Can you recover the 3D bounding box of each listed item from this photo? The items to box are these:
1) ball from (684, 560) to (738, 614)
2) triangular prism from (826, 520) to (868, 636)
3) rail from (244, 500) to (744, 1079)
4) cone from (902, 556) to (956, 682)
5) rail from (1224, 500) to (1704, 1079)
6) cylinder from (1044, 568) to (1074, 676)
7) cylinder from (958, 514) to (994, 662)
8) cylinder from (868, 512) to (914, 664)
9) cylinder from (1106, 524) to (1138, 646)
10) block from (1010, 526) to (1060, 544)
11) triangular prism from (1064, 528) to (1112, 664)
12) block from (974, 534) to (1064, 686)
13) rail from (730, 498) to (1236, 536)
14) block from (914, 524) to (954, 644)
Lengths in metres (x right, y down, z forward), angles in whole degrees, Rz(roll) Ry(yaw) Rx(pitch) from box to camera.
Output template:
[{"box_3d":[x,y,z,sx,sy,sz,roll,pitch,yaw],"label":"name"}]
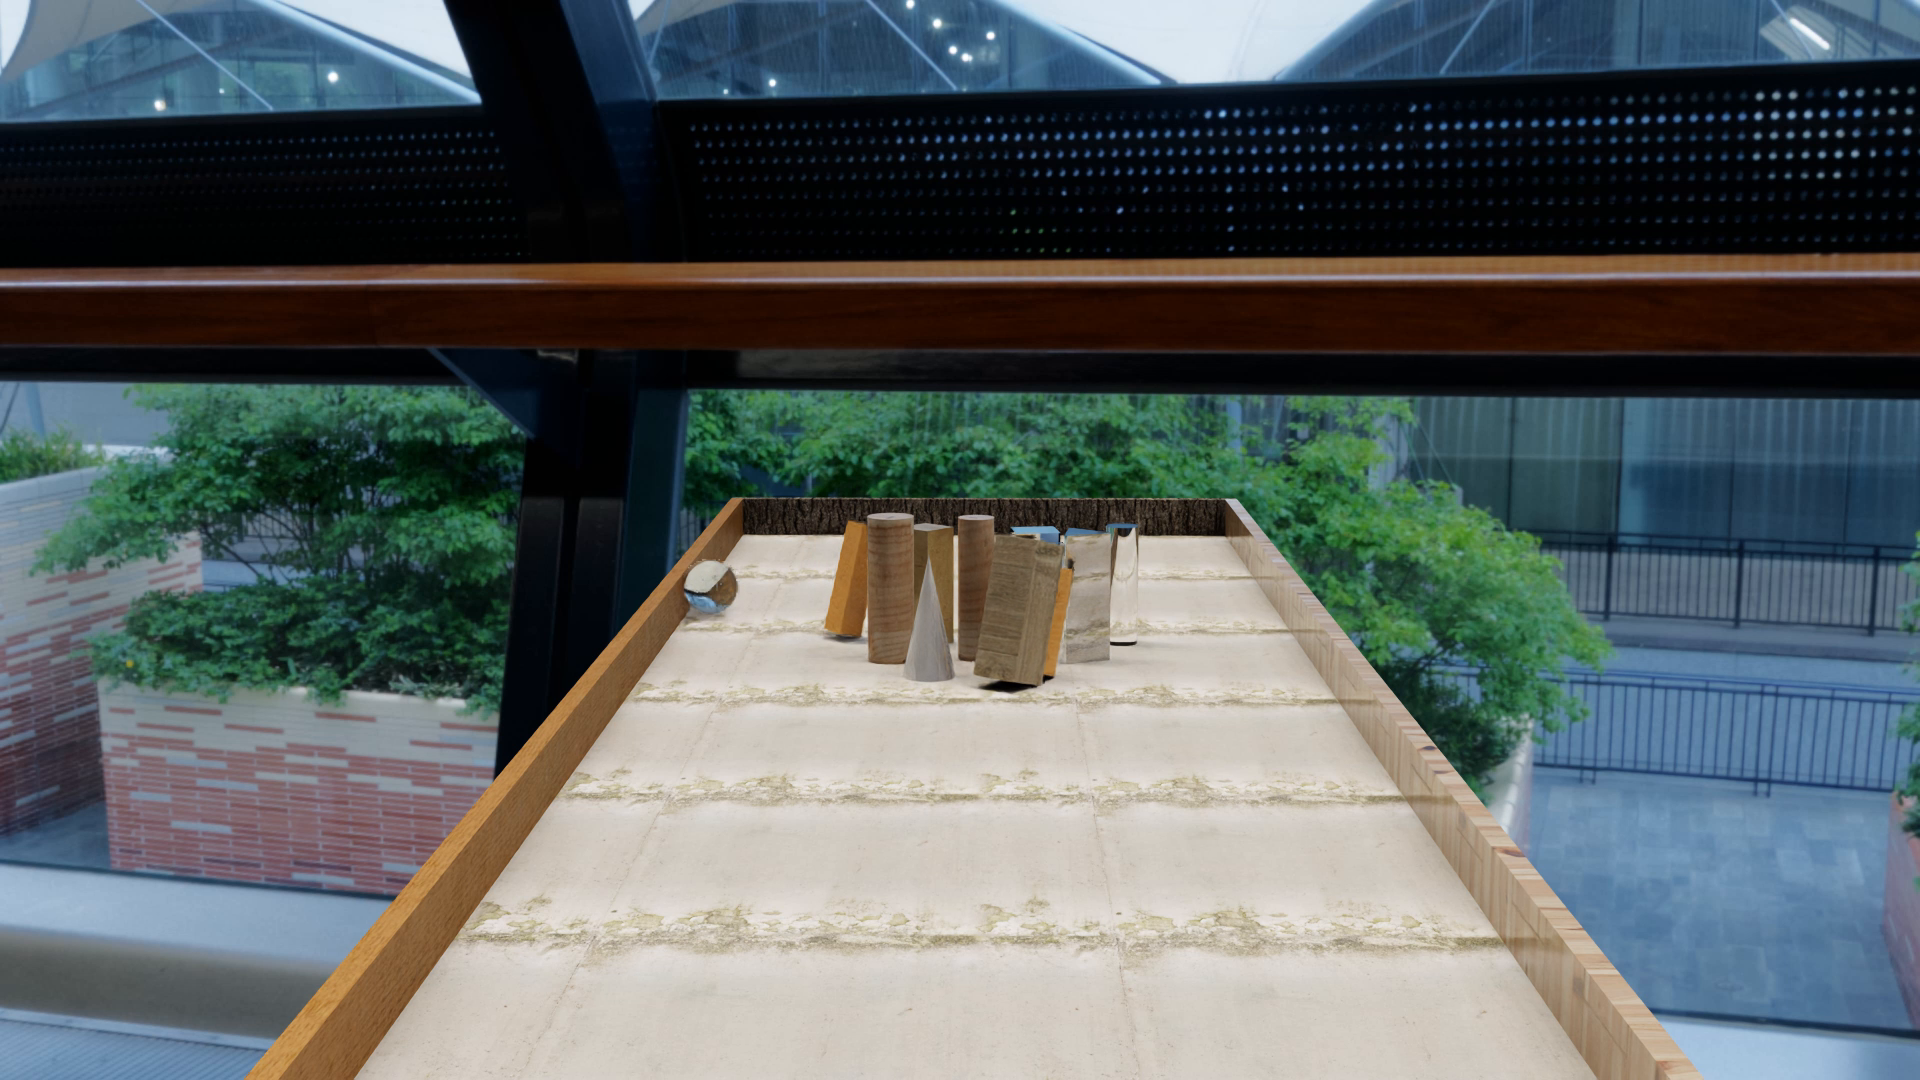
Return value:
[{"box_3d":[-0.835,0.158,7.381,0.178,0.178,0.178,0,9,0],"label":"ball"},{"box_3d":[-0.353,0.121,7.027,0.103,0.356,0.118,13,1,31],"label":"triangular prism"},{"box_3d":[-1.004,0.839,3.234,0.050,0.150,12.000,0,9,1],"label":"rail"},{"box_3d":[-0.091,0.221,6.449,0.157,0.364,0.157,0,9,0],"label":"cone"},{"box_3d":[1.046,0.843,3.208,0.050,0.150,12.000,0,9,1],"label":"rail"},{"box_3d":[0.239,0.232,6.459,0.135,0.316,0.135,10,-1,0],"label":"cylinder"},{"box_3d":[0.049,0.146,6.695,0.110,0.435,0.110,0,9,0],"label":"cylinder"},{"box_3d":[-0.209,0.147,6.670,0.142,0.442,0.142,0,9,0],"label":"cylinder"},{"box_3d":[0.510,0.140,6.927,0.103,0.375,0.103,0,9,0],"label":"cylinder"},{"box_3d":[0.236,0.148,6.917,0.138,0.363,0.138,-1,9,-7],"label":"block"},{"box_3d":[0.362,0.167,6.702,0.152,0.393,0.132,-4,10,-22],"label":"triangular prism"},{"box_3d":[0.170,0.202,6.339,0.144,0.410,0.144,8,-2,36],"label":"block"},{"box_3d":[0.099,-0.098,9.147,2.100,0.150,0.050,0,9,1],"label":"rail"},{"box_3d":[-0.105,0.142,6.929,0.121,0.370,0.121,8,12,41],"label":"block"}]
